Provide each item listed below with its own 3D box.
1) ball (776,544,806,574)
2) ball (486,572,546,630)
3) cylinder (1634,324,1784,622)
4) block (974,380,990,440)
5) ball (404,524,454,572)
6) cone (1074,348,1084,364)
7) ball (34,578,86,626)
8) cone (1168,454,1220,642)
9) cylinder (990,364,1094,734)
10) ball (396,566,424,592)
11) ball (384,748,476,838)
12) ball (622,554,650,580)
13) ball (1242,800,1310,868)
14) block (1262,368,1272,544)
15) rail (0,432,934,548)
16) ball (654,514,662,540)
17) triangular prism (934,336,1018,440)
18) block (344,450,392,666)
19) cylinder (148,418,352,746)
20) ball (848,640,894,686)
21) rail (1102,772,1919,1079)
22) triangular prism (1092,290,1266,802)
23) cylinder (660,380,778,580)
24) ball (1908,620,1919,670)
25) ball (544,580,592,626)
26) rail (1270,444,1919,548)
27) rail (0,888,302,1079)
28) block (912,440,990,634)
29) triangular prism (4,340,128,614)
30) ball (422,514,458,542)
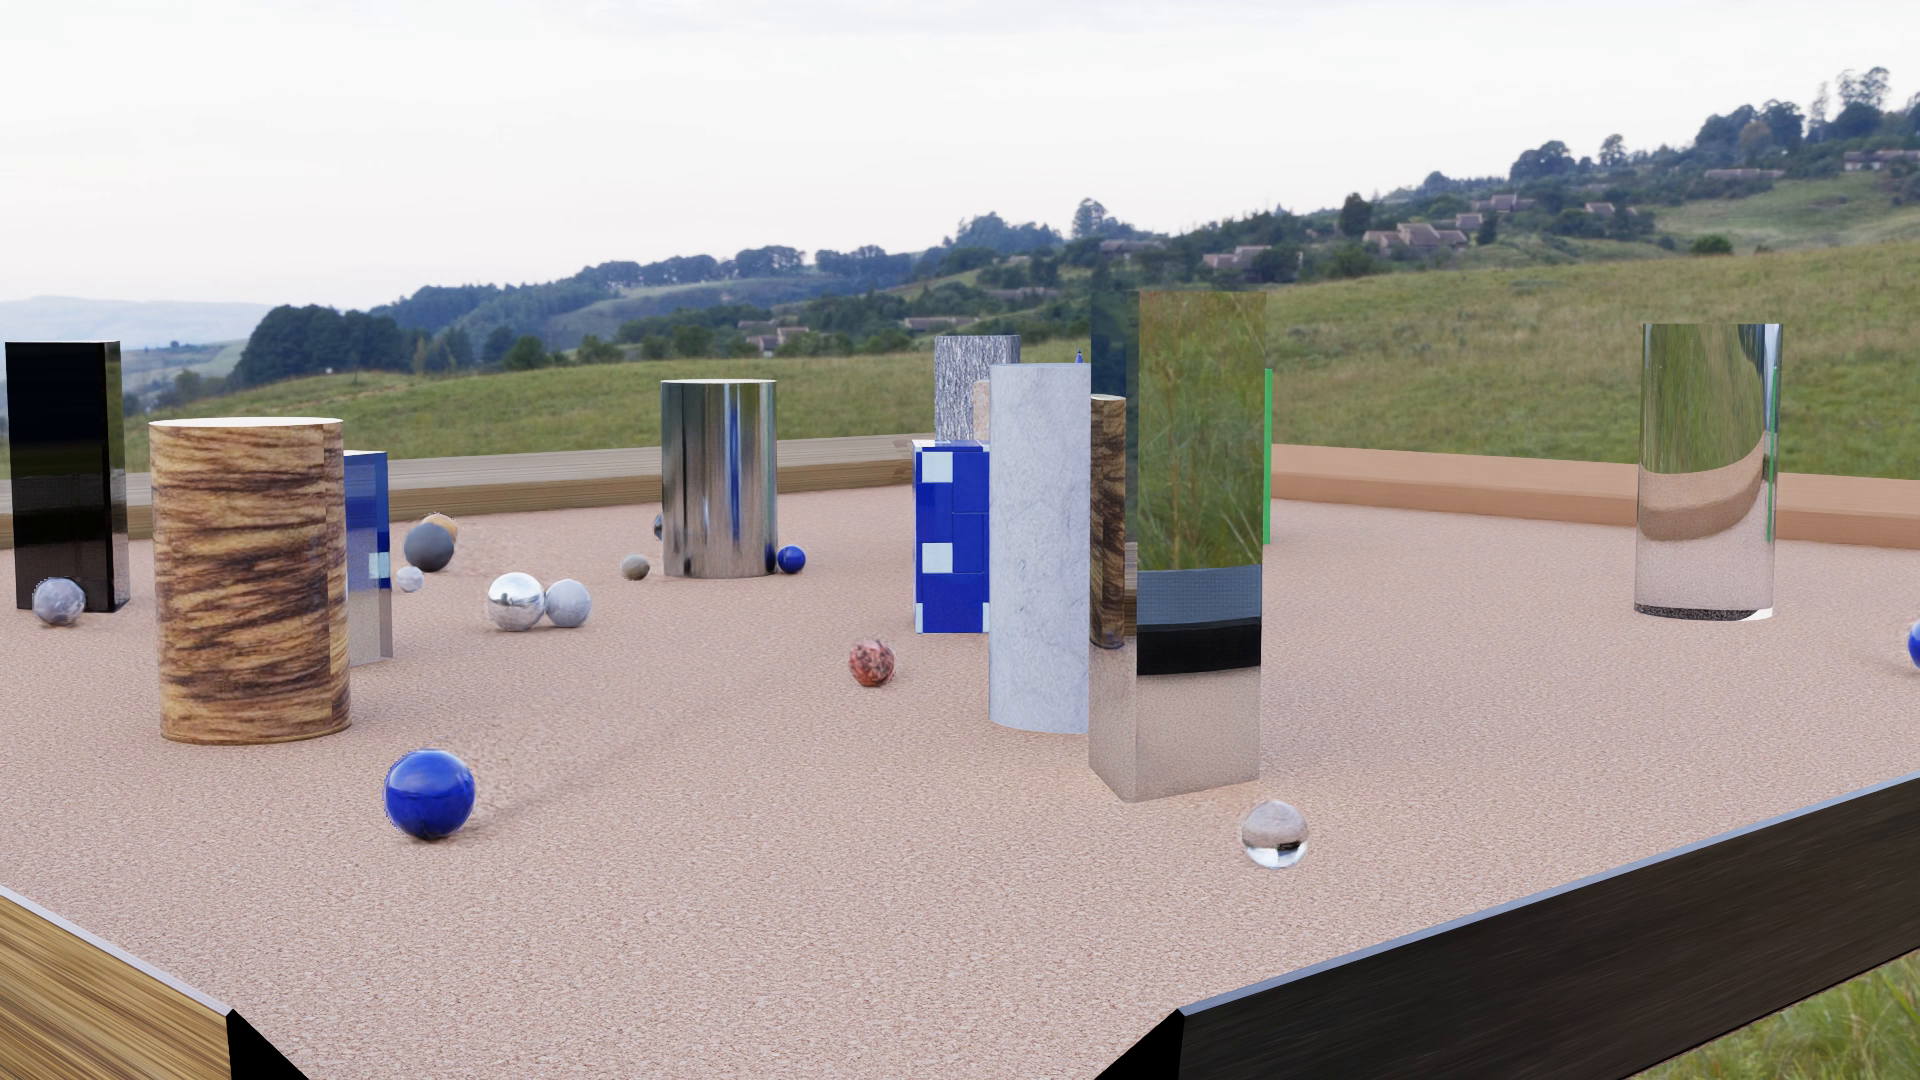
[{"bbox_3d":[-0.285,0.033,3.717,0.049,0.049,0.049,0,6,0],"label":"ball"},{"bbox_3d":[-0.617,0.085,3.058,0.081,0.081,0.081,0,6,0],"label":"ball"},{"bbox_3d":[1.097,-0.105,3.227,0.194,0.424,0.194,0,6,0],"label":"cylinder"},{"bbox_3d":[0.107,-0.112,3.786,0.155,0.322,0.155,1,6,5],"label":"block"},{"bbox_3d":[-0.902,0.013,3.735,0.083,0.083,0.083,0,6,0],"label":"ball"},{"bbox_3d":[0.239,-0.204,4.434,0.194,0.369,0.194,0,6,0],"label":"cone"},{"bbox_3d":[-1.270,0.087,3.102,0.068,0.068,0.068,0,6,0],"label":"ball"},{"bbox_3d":[0.262,-0.044,3.024,0.194,0.346,0.194,0,6,0],"label":"cone"},{"bbox_3d":[0.129,0.003,2.392,0.194,0.384,0.194,0,6,0],"label":"cylinder"},{"bbox_3d":[-0.867,0.062,3.469,0.042,0.042,0.042,0,6,0],"label":"ball"},{"bbox_3d":[-0.447,0.214,1.857,0.075,0.075,0.075,0,6,0],"label":"ball"},{"bbox_3d":[-0.534,0.045,3.618,0.044,0.044,0.044,0,6,0],"label":"ball"},{"bbox_3d":[0.252,0.235,1.757,0.054,0.054,0.054,0,6,0],"label":"ball"},{"bbox_3d":[0.481,-0.159,4.186,0.155,0.332,0.155,-4,7,-35],"label":"block"},{"bbox_3d":[-1.196,-0.102,4.622,3.662,0.126,0.045,-5,8,-42],"label":"rail"},{"bbox_3d":[-0.558,-0.024,4.211,0.059,0.059,0.059,0,6,0],"label":"ball"},{"bbox_3d":[0.065,-0.177,4.051,0.168,0.396,0.146,5,8,37],"label":"triangular prism"},{"bbox_3d":[-0.830,0.023,2.768,0.155,0.264,0.155,3,7,25],"label":"block"},{"bbox_3d":[-0.749,0.038,2.328,0.194,0.327,0.194,0,6,0],"label":"cylinder"},{"bbox_3d":[-0.105,0.146,2.608,0.055,0.055,0.055,0,6,0],"label":"ball"},{"bbox_3d":[1.196,0.168,2.042,3.662,0.126,0.045,-5,8,-42],"label":"rail"},{"bbox_3d":[0.174,-0.002,2.075,0.168,0.461,0.146,-5,8,-38],"label":"triangular prism"},{"bbox_3d":[-0.407,-0.106,3.720,0.194,0.324,0.194,0,6,0],"label":"cylinder"},{"bbox_3d":[1.188,0.126,2.647,0.085,0.085,0.085,0,6,0],"label":"ball"},{"bbox_3d":[-0.552,0.089,3.093,0.067,0.067,0.067,0,6,0],"label":"ball"},{"bbox_3d":[1.328,-0.095,4.551,0.045,0.126,3.576,-5,8,-42],"label":"rail"},{"bbox_3d":[-1.328,0.161,2.113,0.045,0.126,3.576,-5,8,-42],"label":"rail"},{"bbox_3d":[0.013,-0.008,3.098,0.155,0.258,0.155,0,6,-3],"label":"block"},{"bbox_3d":[-1.306,-0.100,3.306,0.168,0.397,0.146,2,6,17],"label":"triangular prism"},{"bbox_3d":[-0.963,-0.014,4.056,0.070,0.070,0.070,0,6,0],"label":"ball"}]
